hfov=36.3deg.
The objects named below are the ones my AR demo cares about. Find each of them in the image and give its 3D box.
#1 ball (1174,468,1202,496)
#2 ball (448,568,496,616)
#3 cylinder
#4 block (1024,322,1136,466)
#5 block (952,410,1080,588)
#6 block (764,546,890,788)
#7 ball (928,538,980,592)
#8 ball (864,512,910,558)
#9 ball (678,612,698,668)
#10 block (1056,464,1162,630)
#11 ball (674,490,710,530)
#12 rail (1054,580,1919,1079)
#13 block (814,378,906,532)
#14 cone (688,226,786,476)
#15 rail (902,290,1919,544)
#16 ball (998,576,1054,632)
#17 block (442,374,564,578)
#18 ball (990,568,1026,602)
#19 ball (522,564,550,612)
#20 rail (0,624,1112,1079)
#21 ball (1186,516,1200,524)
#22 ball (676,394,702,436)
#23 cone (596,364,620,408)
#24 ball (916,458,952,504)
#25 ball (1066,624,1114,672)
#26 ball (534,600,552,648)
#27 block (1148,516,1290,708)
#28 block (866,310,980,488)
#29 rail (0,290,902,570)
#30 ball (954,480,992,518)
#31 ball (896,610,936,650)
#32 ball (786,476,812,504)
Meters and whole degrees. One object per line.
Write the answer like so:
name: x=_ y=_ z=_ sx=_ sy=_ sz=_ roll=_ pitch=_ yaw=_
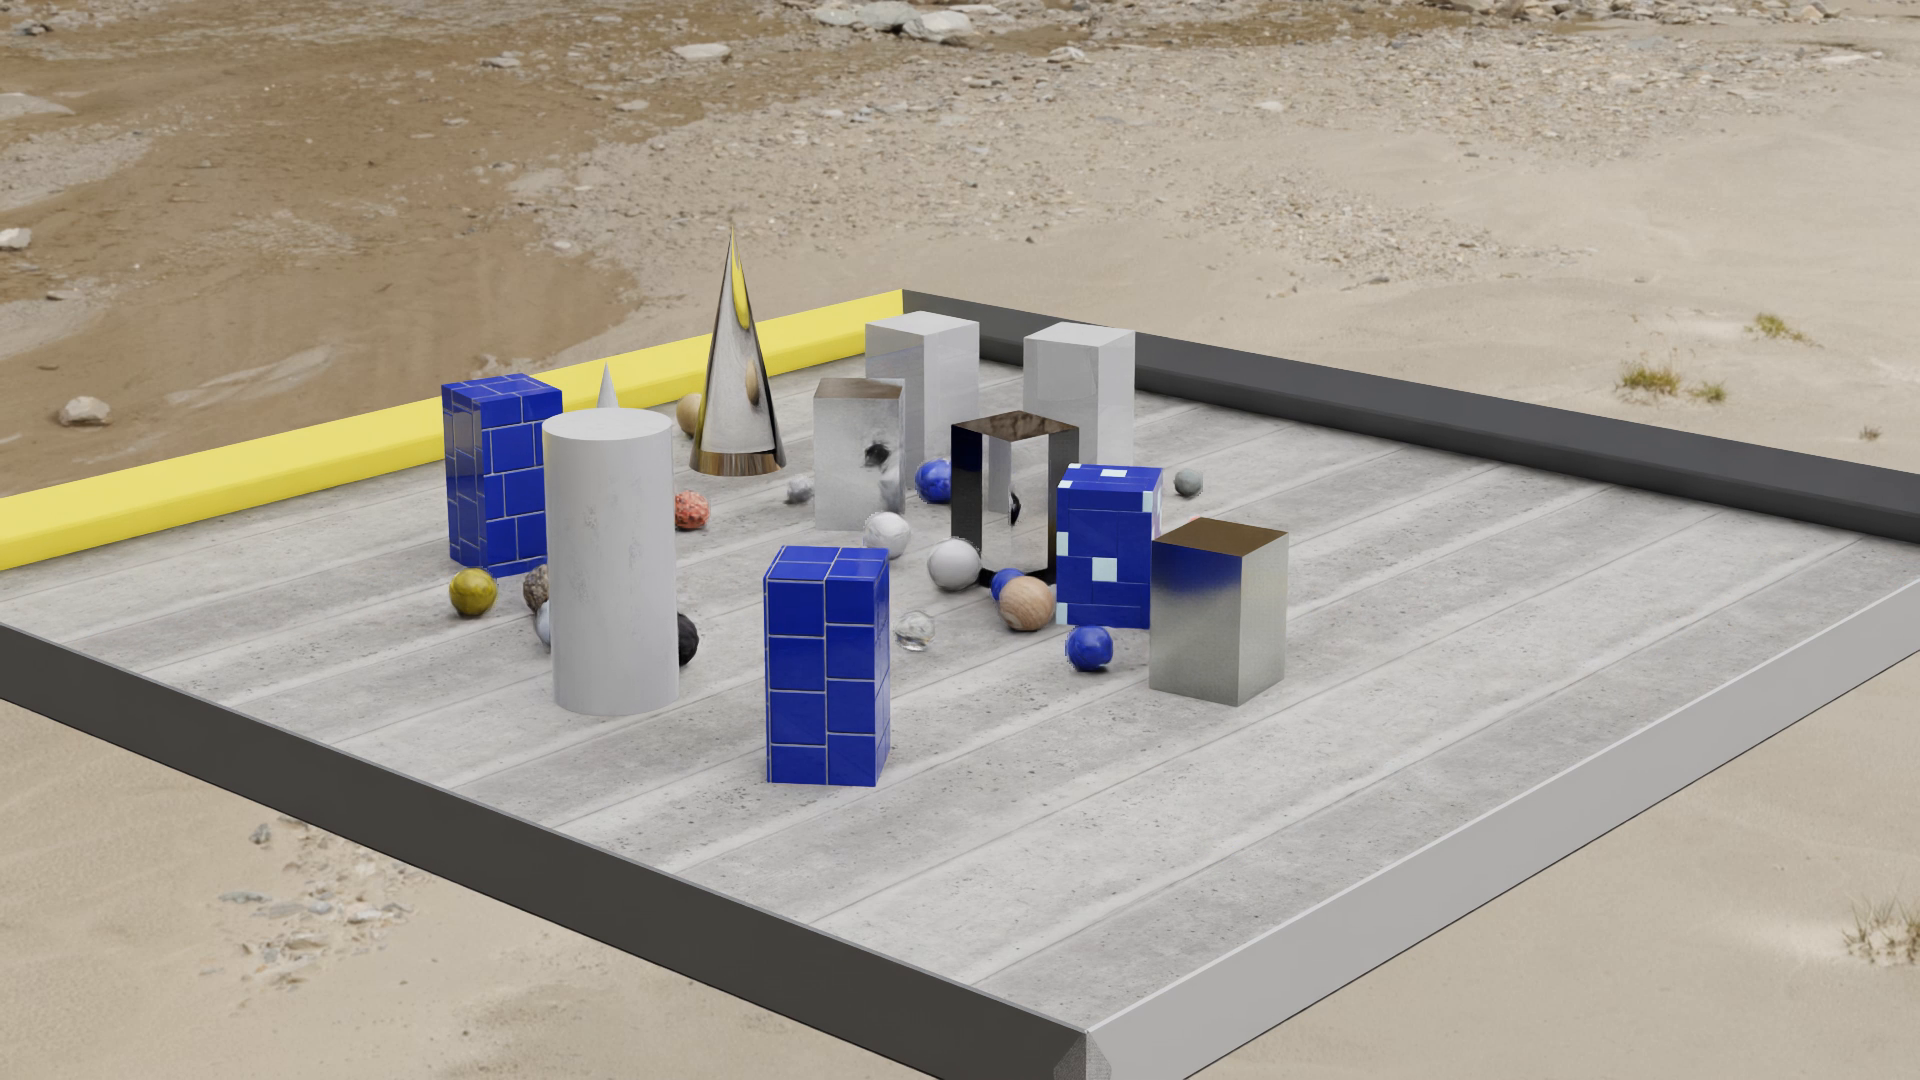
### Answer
ball: x=0.446 y=-0.113 z=5.737 sx=0.055 sy=0.055 sz=0.055 roll=0 pitch=17 yaw=0
ball: x=-0.835 y=0.088 z=5.022 sx=0.081 sy=0.081 sz=0.081 roll=0 pitch=17 yaw=0
cylinder: x=-0.544 y=0.033 z=4.580 sx=0.200 sy=0.443 sz=0.200 roll=0 pitch=17 yaw=0
block: x=0.230 y=-0.238 z=5.676 sx=0.160 sy=0.329 sz=0.160 roll=9 pitch=19 yaw=27
block: x=0.097 y=-0.068 z=5.198 sx=0.160 sy=0.278 sz=0.160 roll=-14 pitch=22 yaw=-39
block: x=-0.193 y=0.184 z=4.302 sx=0.160 sy=0.314 sz=0.160 roll=2 pitch=17 yaw=6
ball: x=-0.011 y=0.045 z=5.147 sx=0.093 sy=0.093 sz=0.093 roll=0 pitch=17 yaw=0
ball: x=-0.132 y=-0.008 z=5.337 sx=0.084 sy=0.084 sz=0.084 roll=0 pitch=17 yaw=0
ball: x=-0.471 y=0.162 z=4.752 sx=0.094 sy=0.094 sz=0.094 roll=0 pitch=17 yaw=0
block: x=0.255 y=0.009 z=5.009 sx=0.160 sy=0.240 sz=0.160 roll=3 pitch=17 yaw=9
ball: x=-0.508 y=-0.056 z=5.516 sx=0.073 sy=0.073 sz=0.073 roll=0 pitch=17 yaw=0
rail: x=1.038 y=0.292 z=4.257 sx=0.045 sy=0.130 sz=2.797 roll=14 pitch=22 yaw=39
block: x=-0.189 y=-0.163 z=5.551 sx=0.160 sy=0.257 sz=0.160 roll=1 pitch=17 yaw=3
cone: x=-0.452 y=-0.392 z=5.902 sx=0.200 sy=0.493 sz=0.200 roll=0 pitch=17 yaw=0
rail: x=0.901 y=-0.267 z=6.114 sx=2.796 sy=0.130 sz=0.045 roll=14 pitch=22 yaw=39
ball: x=0.110 y=0.106 z=4.940 sx=0.094 sy=0.094 sz=0.094 roll=0 pitch=17 yaw=0
block: x=-0.819 y=-0.117 z=5.281 sx=0.160 sy=0.325 sz=0.160 roll=-11 pitch=20 yaw=-33
ball: x=0.087 y=0.082 z=5.064 sx=0.069 sy=0.069 sz=0.069 roll=0 pitch=17 yaw=0
ball: x=-0.701 y=0.086 z=5.012 sx=0.092 sy=0.092 sz=0.092 roll=0 pitch=17 yaw=0
rail: x=-0.901 y=0.332 z=4.126 sx=2.796 sy=0.130 sz=0.045 roll=14 pitch=22 yaw=39
ball: x=0.441 y=-0.015 z=5.407 sx=0.056 sy=0.056 sz=0.056 roll=0 pitch=17 yaw=0
ball: x=-0.553 y=-0.264 z=6.176 sx=0.090 sy=0.090 sz=0.090 roll=0 pitch=17 yaw=0
cone: x=-0.607 y=-0.108 z=5.087 sx=0.200 sy=0.420 sz=0.200 roll=0 pitch=17 yaw=0
ball: x=-0.041 y=-0.114 z=5.685 sx=0.087 sy=0.087 sz=0.087 roll=0 pitch=17 yaw=0
ball: x=0.211 y=0.175 z=4.743 sx=0.076 sy=0.076 sz=0.076 roll=0 pitch=17 yaw=0
ball: x=-0.659 y=0.137 z=4.847 sx=0.088 sy=0.088 sz=0.088 roll=0 pitch=17 yaw=0
block: x=0.411 y=0.112 z=4.657 sx=0.160 sy=0.246 sz=0.160 roll=11 pitch=20 yaw=32
block: x=-0.075 y=-0.280 z=5.843 sx=0.160 sy=0.313 sz=0.160 roll=15 pitch=22 yaw=40
rail: x=-1.038 y=-0.227 z=5.982 sx=0.045 sy=0.130 sz=2.797 roll=14 pitch=22 yaw=39
ball: x=0.025 y=-0.078 z=5.586 sx=0.074 sy=0.074 sz=0.074 roll=0 pitch=17 yaw=0
ball: x=-0.074 y=0.149 z=4.846 sx=0.066 sy=0.066 sz=0.066 roll=0 pitch=17 yaw=0
ball: x=-0.311 y=-0.097 z=5.690 sx=0.051 sy=0.051 sz=0.051 roll=0 pitch=17 yaw=0
